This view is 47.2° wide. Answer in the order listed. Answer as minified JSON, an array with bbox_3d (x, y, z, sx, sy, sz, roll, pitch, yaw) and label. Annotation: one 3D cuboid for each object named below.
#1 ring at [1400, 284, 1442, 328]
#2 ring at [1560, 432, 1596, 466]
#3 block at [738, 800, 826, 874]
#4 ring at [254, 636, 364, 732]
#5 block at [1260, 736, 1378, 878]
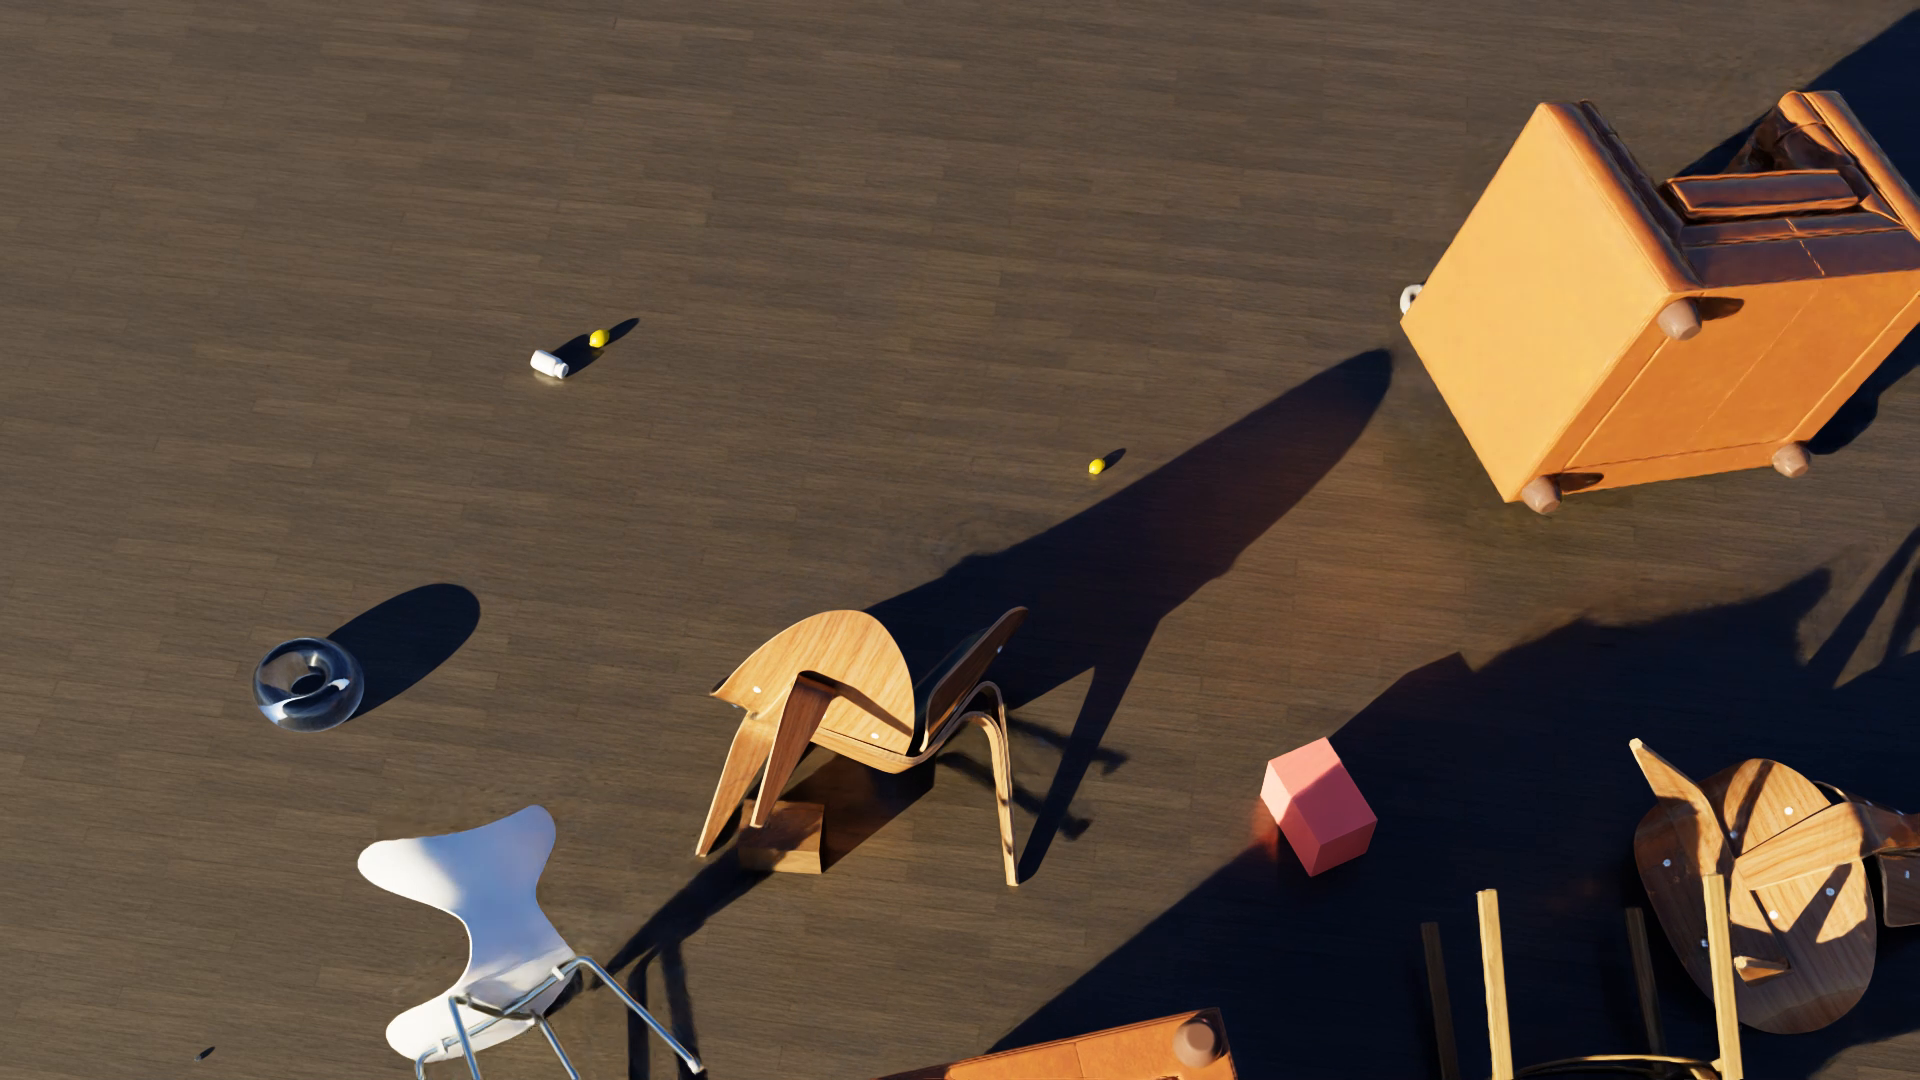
[{"bbox_3d":[1.476,-0.749,7.041,0.126,0.059,0.170,-11,56,-5],"label":"ring"},{"bbox_3d":[1.881,-0.275,6.698,0.124,0.098,0.059,38,78,-14],"label":"ring"},{"bbox_3d":[-0.480,0.803,5.954,0.218,0.135,0.143,3,56,2],"label":"block"},{"bbox_3d":[-1.841,0.408,6.215,0.314,0.145,0.280,10,58,8],"label":"ring"},{"bbox_3d":[0.971,0.725,5.968,0.176,0.199,0.276,-21,59,-14],"label":"block"}]
